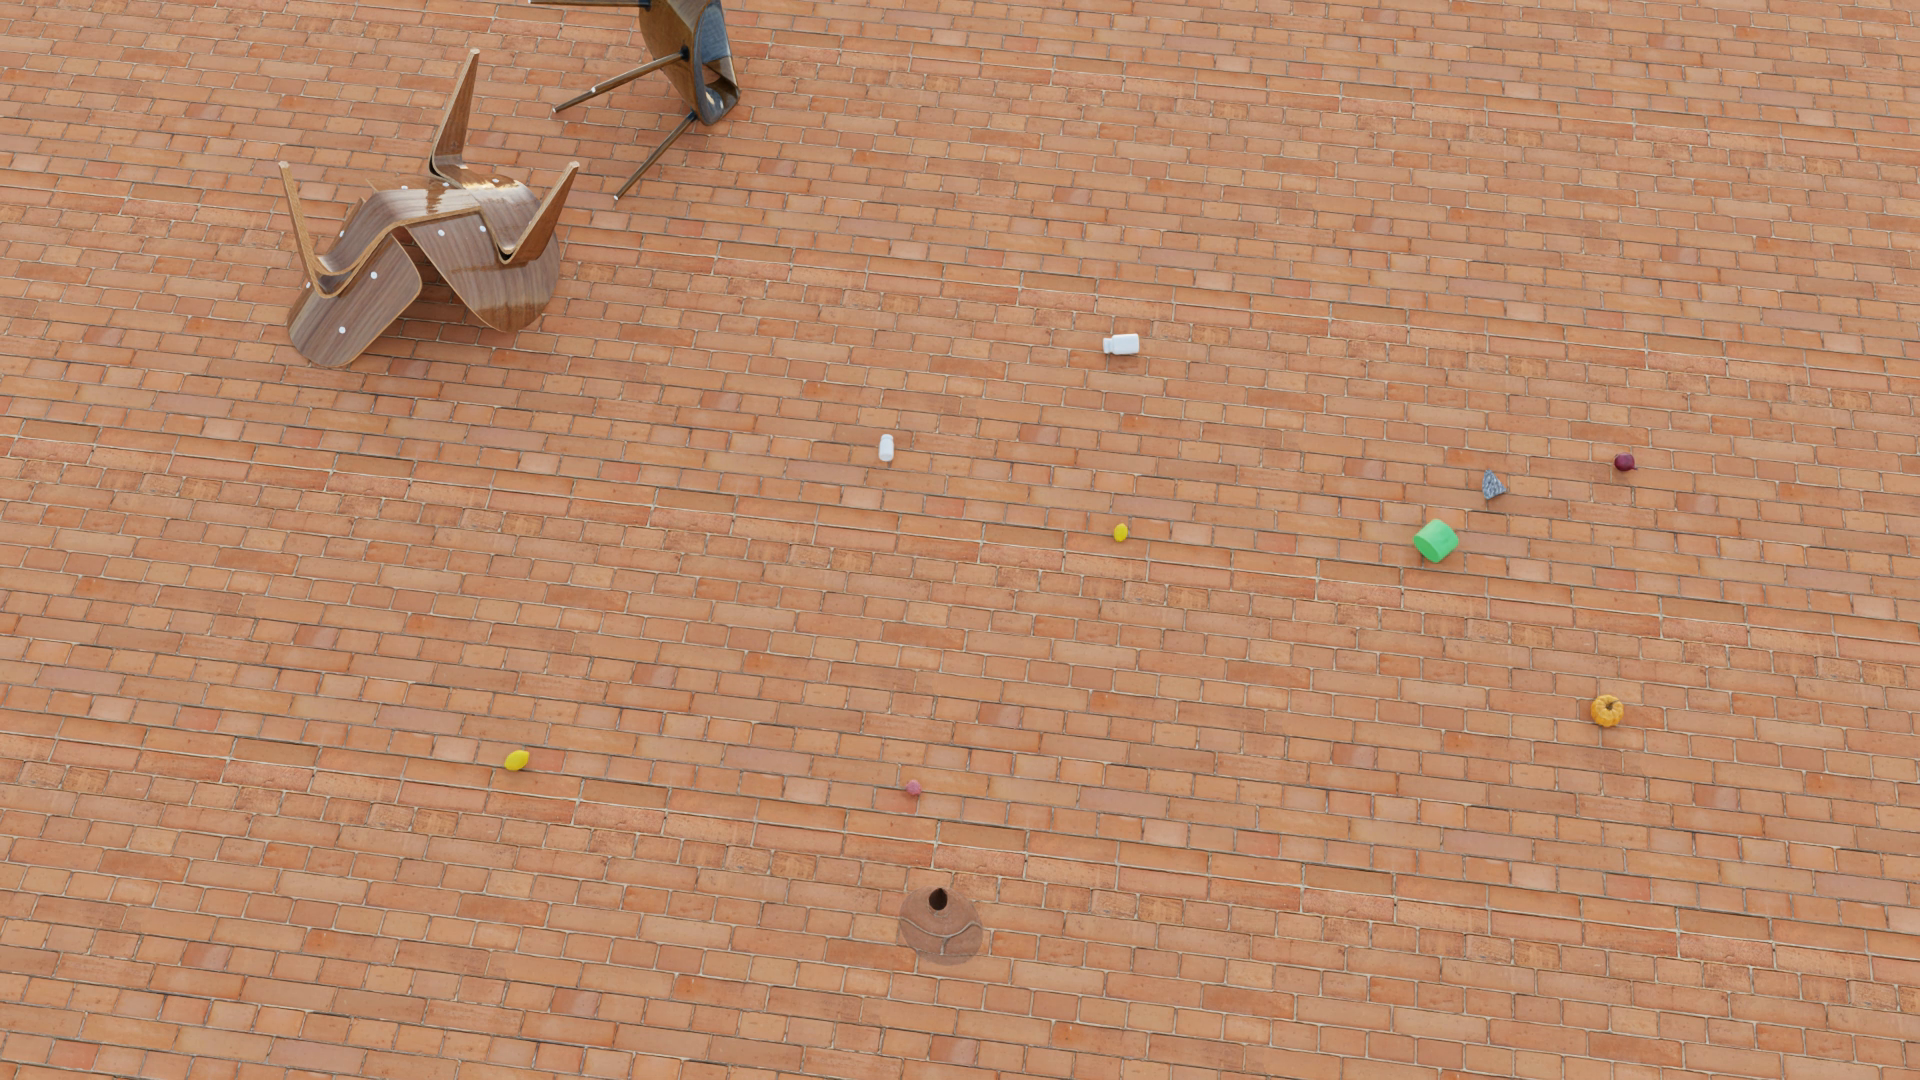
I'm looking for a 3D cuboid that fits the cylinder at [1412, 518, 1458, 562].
[{"bbox_3d":[1.413,0.001,6.529,0.087,0.072,0.105,-38,72,-22],"label":"cylinder"}]

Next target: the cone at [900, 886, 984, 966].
[{"bbox_3d":[-0.050,0.965,5.785,0.206,0.235,0.250,-36,63,-21],"label":"cone"}]
